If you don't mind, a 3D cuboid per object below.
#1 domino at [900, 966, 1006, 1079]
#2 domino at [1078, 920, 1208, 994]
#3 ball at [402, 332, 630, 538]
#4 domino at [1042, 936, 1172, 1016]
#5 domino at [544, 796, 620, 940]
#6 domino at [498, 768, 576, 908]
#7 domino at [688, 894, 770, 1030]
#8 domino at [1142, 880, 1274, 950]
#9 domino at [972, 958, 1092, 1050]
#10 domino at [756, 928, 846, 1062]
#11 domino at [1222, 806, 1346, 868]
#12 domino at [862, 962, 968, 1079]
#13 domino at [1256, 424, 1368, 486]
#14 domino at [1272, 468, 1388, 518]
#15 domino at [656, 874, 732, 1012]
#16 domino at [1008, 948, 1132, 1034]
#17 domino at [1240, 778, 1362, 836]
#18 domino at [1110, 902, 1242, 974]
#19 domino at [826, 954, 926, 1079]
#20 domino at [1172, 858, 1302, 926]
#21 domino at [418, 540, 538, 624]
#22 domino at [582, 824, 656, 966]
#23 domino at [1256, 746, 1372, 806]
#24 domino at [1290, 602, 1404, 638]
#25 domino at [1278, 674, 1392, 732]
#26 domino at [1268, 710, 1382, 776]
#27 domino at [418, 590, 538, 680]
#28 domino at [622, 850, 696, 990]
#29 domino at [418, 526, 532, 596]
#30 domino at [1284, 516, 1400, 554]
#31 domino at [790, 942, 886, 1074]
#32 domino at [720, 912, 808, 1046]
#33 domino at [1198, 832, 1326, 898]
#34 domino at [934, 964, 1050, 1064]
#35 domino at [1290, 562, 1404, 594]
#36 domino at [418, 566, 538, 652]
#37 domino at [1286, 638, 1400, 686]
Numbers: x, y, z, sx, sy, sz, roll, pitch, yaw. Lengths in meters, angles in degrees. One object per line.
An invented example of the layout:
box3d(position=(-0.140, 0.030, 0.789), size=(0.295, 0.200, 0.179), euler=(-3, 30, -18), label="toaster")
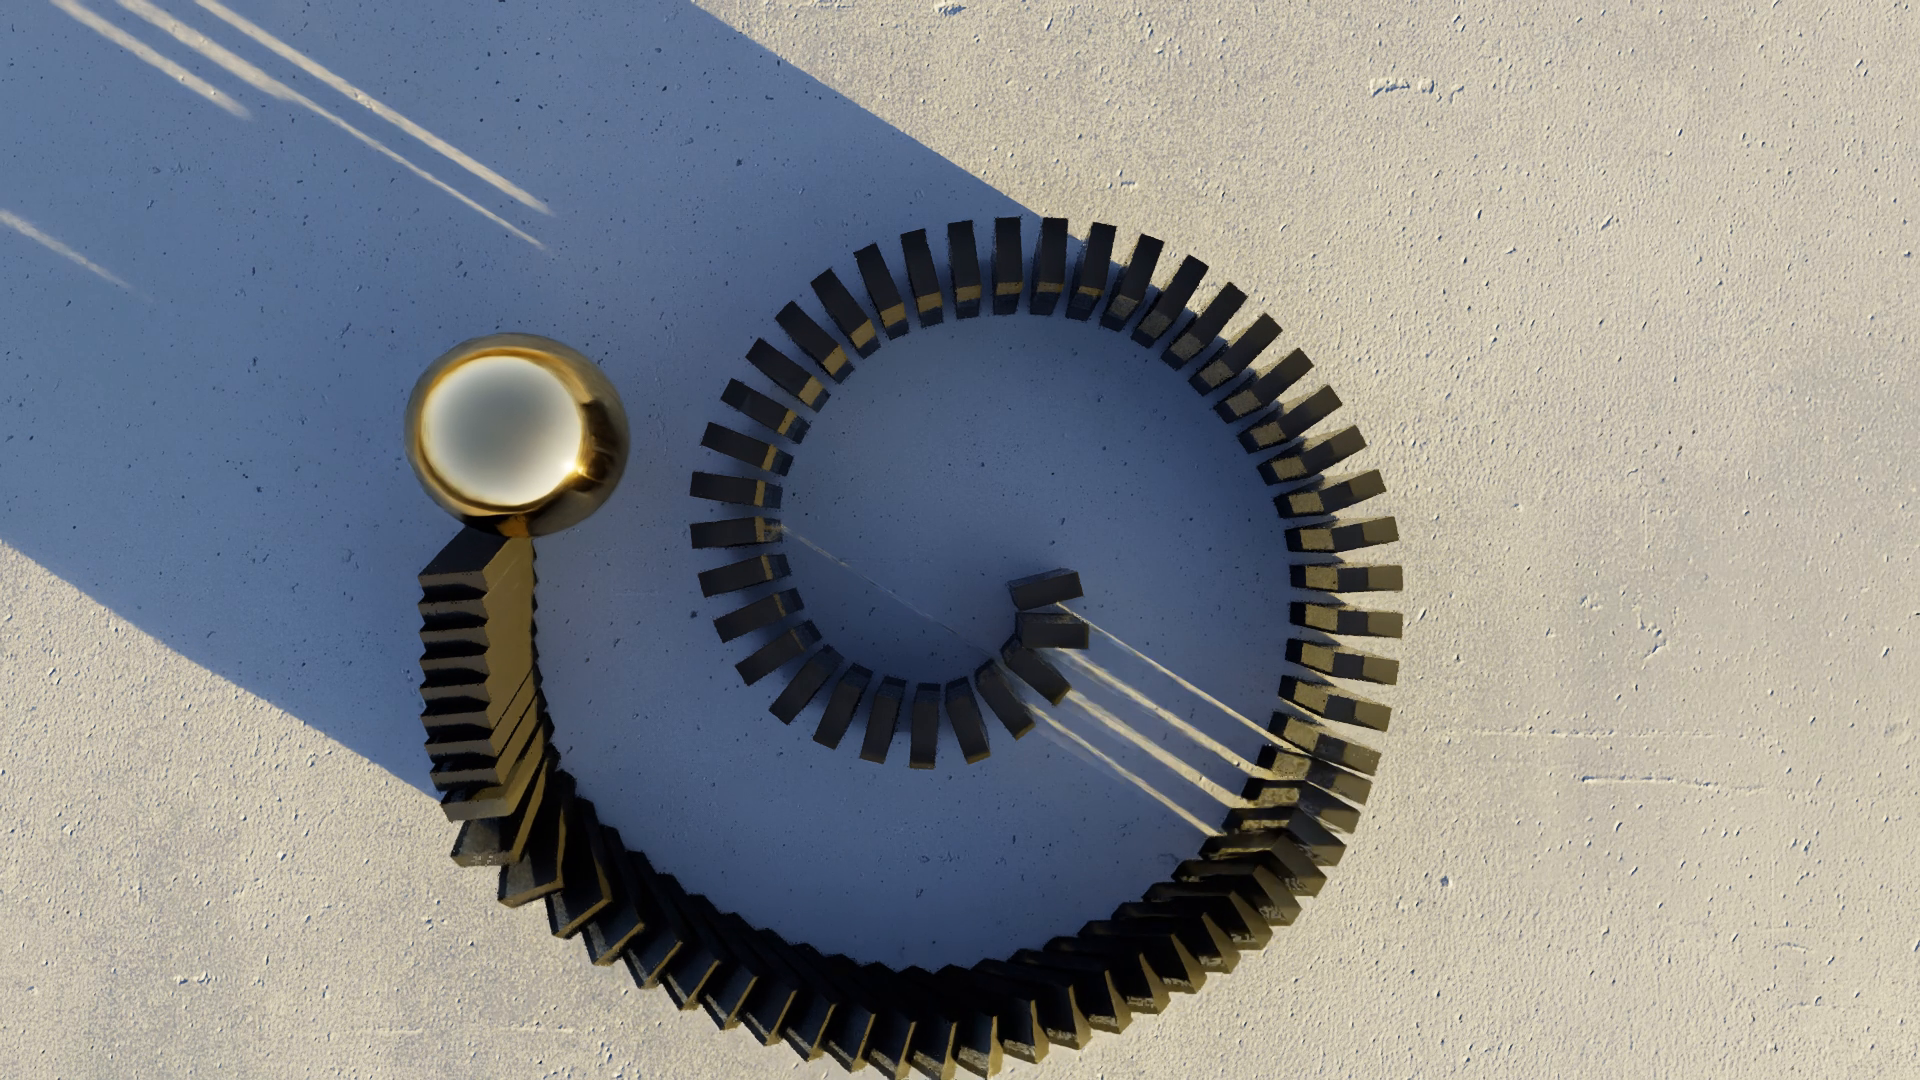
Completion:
box3d(position=(-0.005, 0.200, 0.381), size=(0.050, 0.010, 0.025), euler=(5, 90, 38), label="domino")
box3d(position=(0.074, 0.172, 0.379), size=(0.010, 0.050, 0.025), euler=(-24, 90, -45), label="domino")
box3d(position=(-0.172, -0.041, 0.360), size=(0.080, 0.080, 0.080), euler=(0, 90, 0), label="ball")
box3d(position=(0.060, 0.180, 0.380), size=(0.050, 0.009, 0.025), euler=(-20, 90, 43), label="domino")
box3d(position=(-0.161, 0.135, 0.381), size=(0.025, 0.010, 0.050), euler=(-36, 51, 0), label="domino")
box3d(position=(-0.175, 0.123, 0.380), size=(0.025, 0.010, 0.050), euler=(-20, 48, 1), label="domino")
box3d(position=(-0.103, 0.175, 0.382), size=(0.050, 0.010, 0.025), euler=(31, 90, 36), label="domino")
box3d(position=(0.101, 0.154, 0.377), size=(0.009, 0.050, 0.025), euler=(-32, 90, -38), label="domino")
box3d(position=(0.029, 0.192, 0.380), size=(0.050, 0.010, 0.025), euler=(-11, 90, 40), label="domino")
box3d(position=(-0.072, 0.188, 0.381), size=(0.050, 0.010, 0.025), euler=(24, 90, 36), label="domino")
box3d(position=(0.131, 0.121, 0.375), size=(0.025, 0.050, 0.010), euler=(38, 68, 0), label="domino")
box3d(position=(-0.022, 0.200, 0.381), size=(0.050, 0.010, 0.025), euler=(12, 90, 38), label="domino")
box3d(position=(0.143, -0.034, 0.375), size=(0.025, 0.050, 0.009), euler=(-29, 90, 0), label="domino")
box3d(position=(0.150, -0.018, 0.375), size=(0.025, 0.050, 0.009), euler=(-21, 90, 0), label="domino")
box3d(position=(-0.118, 0.166, 0.382), size=(0.050, 0.010, 0.025), euler=(35, 90, 36), label="domino")
box3d(position=(0.045, 0.186, 0.380), size=(0.050, 0.009, 0.025), euler=(-15, 90, 41), label="domino")
box3d(position=(0.138, 0.108, 0.375), size=(0.025, 0.050, 0.010), euler=(29, 74, 0), label="domino")
box3d(position=(0.088, 0.164, 0.378), size=(0.010, 0.050, 0.025), euler=(-28, 90, -41), label="domino")
box3d(position=(-0.039, 0.198, 0.381), size=(0.050, 0.009, 0.025), euler=(18, 90, 37), label="domino")
box3d(position=(0.112, 0.145, 0.376), size=(0.010, 0.050, 0.025), euler=(-36, 90, -33), label="domino")
box3d(position=(-0.196, 0.016, 0.376), size=(0.025, 0.050, 0.010), euler=(-5, 118, 0), label="domino")
box3d(position=(-0.148, 0.147, 0.381), size=(0.025, 0.010, 0.050), euler=(-42, 53, 0), label="domino")
box3d(position=(0.143, 0.095, 0.375), size=(0.025, 0.050, 0.010), euler=(23, 81, 0), label="domino")
box3d(position=(0.157, 0.032, 0.375), size=(0.025, 0.050, 0.010), euler=(3, 90, 0), label="domino")
box3d(position=(0.152, 0.066, 0.375), size=(0.025, 0.050, 0.010), euler=(12, 90, 0), label="domino")
box3d(position=(0.148, 0.082, 0.375), size=(0.025, 0.050, 0.009), euler=(19, 89, 0), label="domino")
box3d(position=(-0.196, 0.038, 0.376), size=(0.025, 0.050, 0.010), euler=(-5, 118, 0), label="domino")
box3d(position=(-0.133, 0.157, 0.382), size=(0.025, 0.009, 0.050), euler=(-50, 54, 0), label="domino")
box3d(position=(-0.196, 0.005, 0.376), size=(0.025, 0.050, 0.009), euler=(-5, 118, 0), label="domino")
box3d(position=(0.155, -0.002, 0.375), size=(0.025, 0.050, 0.010), euler=(-11, 90, 0), label="domino")
box3d(position=(-0.055, 0.193, 0.381), size=(0.050, 0.010, 0.025), euler=(20, 90, 37), label="domino")
box3d(position=(-0.087, 0.182, 0.382), size=(0.050, 0.010, 0.025), euler=(27, 90, 36), label="domino")
box3d(position=(0.123, 0.133, 0.376), size=(0.025, 0.050, 0.010), euler=(46, 62, 0), label="domino")
box3d(position=(0.013, 0.196, 0.381), size=(0.050, 0.010, 0.025), euler=(-5, 90, 39), label="domino")
box3d(position=(0.157, 0.015, 0.375), size=(0.025, 0.050, 0.010), euler=(-3, 90, 0), label="domino")
box3d(position=(-0.196, 0.027, 0.376), size=(0.025, 0.050, 0.010), euler=(-5, 118, 0), label="domino")
box3d(position=(0.155, 0.049, 0.375), size=(0.025, 0.050, 0.009), euler=(8, 90, 0), label="domino")
